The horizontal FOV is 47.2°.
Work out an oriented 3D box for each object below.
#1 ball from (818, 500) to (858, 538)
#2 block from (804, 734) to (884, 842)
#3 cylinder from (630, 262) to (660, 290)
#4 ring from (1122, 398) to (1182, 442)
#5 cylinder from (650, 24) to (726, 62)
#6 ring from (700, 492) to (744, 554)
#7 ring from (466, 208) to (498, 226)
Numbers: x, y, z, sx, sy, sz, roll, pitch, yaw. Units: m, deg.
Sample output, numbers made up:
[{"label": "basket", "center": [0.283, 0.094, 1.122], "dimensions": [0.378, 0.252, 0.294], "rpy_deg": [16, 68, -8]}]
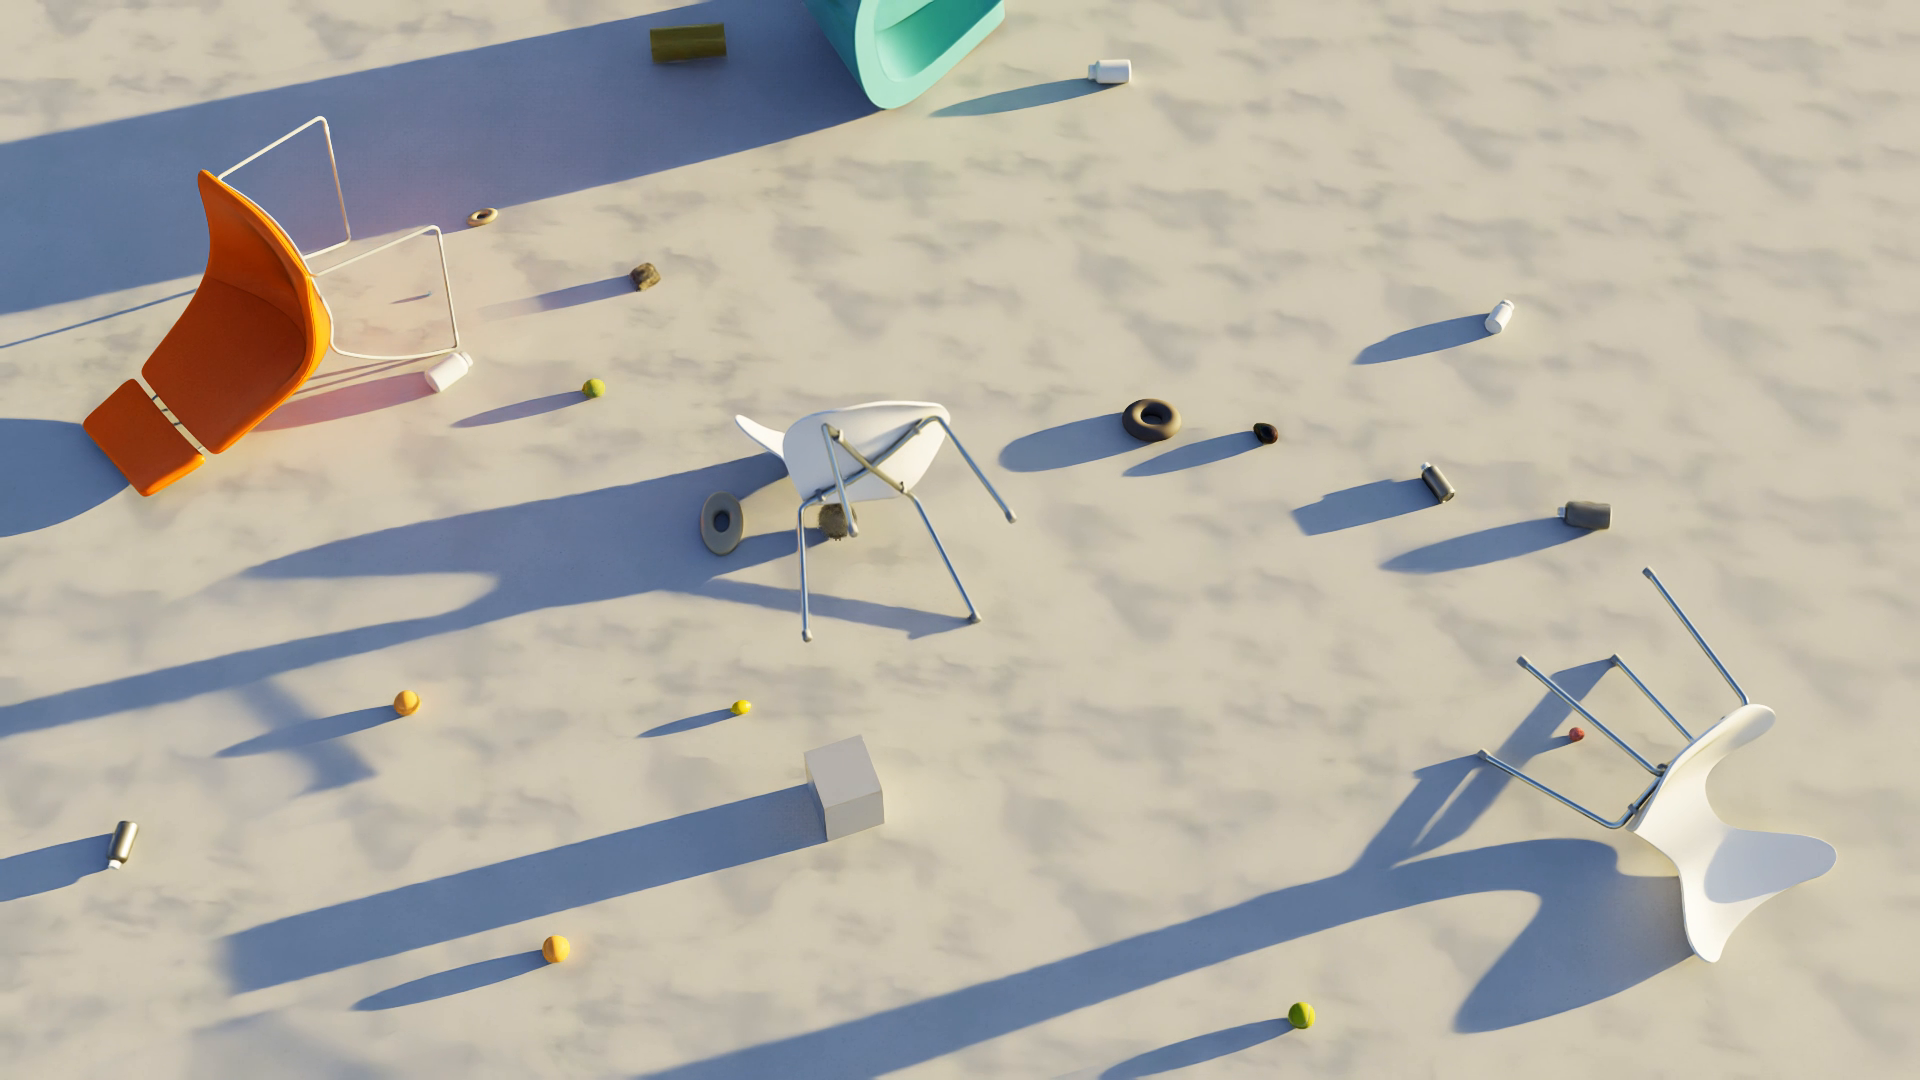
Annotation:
[{"label": "ball", "center": [-0.364, -0.061, 6.545], "dimensions": [0.116, 0.116, 0.116], "rpy_deg": [0, 56, 0]}, {"label": "block", "center": [-0.315, 0.677, 5.999], "dimensions": [0.165, 0.199, 0.180], "rpy_deg": [-17, 58, -11]}, {"label": "cylinder", "center": [-1.018, -0.855, 7.122], "dimensions": [0.081, 0.042, 0.066], "rpy_deg": [-28, 60, -10]}, {"label": "ring", "center": [0.592, -0.370, 6.790], "dimensions": [0.184, 0.055, 0.155], "rpy_deg": [5, 55, 4]}, {"label": "cylinder", "center": [-0.947, -1.734, 7.668], "dimensions": [0.256, 0.116, 0.113], "rpy_deg": [-5, 52, -5]}, {"label": "ring", "center": [-0.713, -0.051, 6.577], "dimensions": [0.131, 0.052, 0.226], "rpy_deg": [-3, 57, -3]}, {"label": "ring", "center": [-1.582, -1.069, 7.278], "dimensions": [0.106, 0.022, 0.060], "rpy_deg": [-22, 60, -14]}]
